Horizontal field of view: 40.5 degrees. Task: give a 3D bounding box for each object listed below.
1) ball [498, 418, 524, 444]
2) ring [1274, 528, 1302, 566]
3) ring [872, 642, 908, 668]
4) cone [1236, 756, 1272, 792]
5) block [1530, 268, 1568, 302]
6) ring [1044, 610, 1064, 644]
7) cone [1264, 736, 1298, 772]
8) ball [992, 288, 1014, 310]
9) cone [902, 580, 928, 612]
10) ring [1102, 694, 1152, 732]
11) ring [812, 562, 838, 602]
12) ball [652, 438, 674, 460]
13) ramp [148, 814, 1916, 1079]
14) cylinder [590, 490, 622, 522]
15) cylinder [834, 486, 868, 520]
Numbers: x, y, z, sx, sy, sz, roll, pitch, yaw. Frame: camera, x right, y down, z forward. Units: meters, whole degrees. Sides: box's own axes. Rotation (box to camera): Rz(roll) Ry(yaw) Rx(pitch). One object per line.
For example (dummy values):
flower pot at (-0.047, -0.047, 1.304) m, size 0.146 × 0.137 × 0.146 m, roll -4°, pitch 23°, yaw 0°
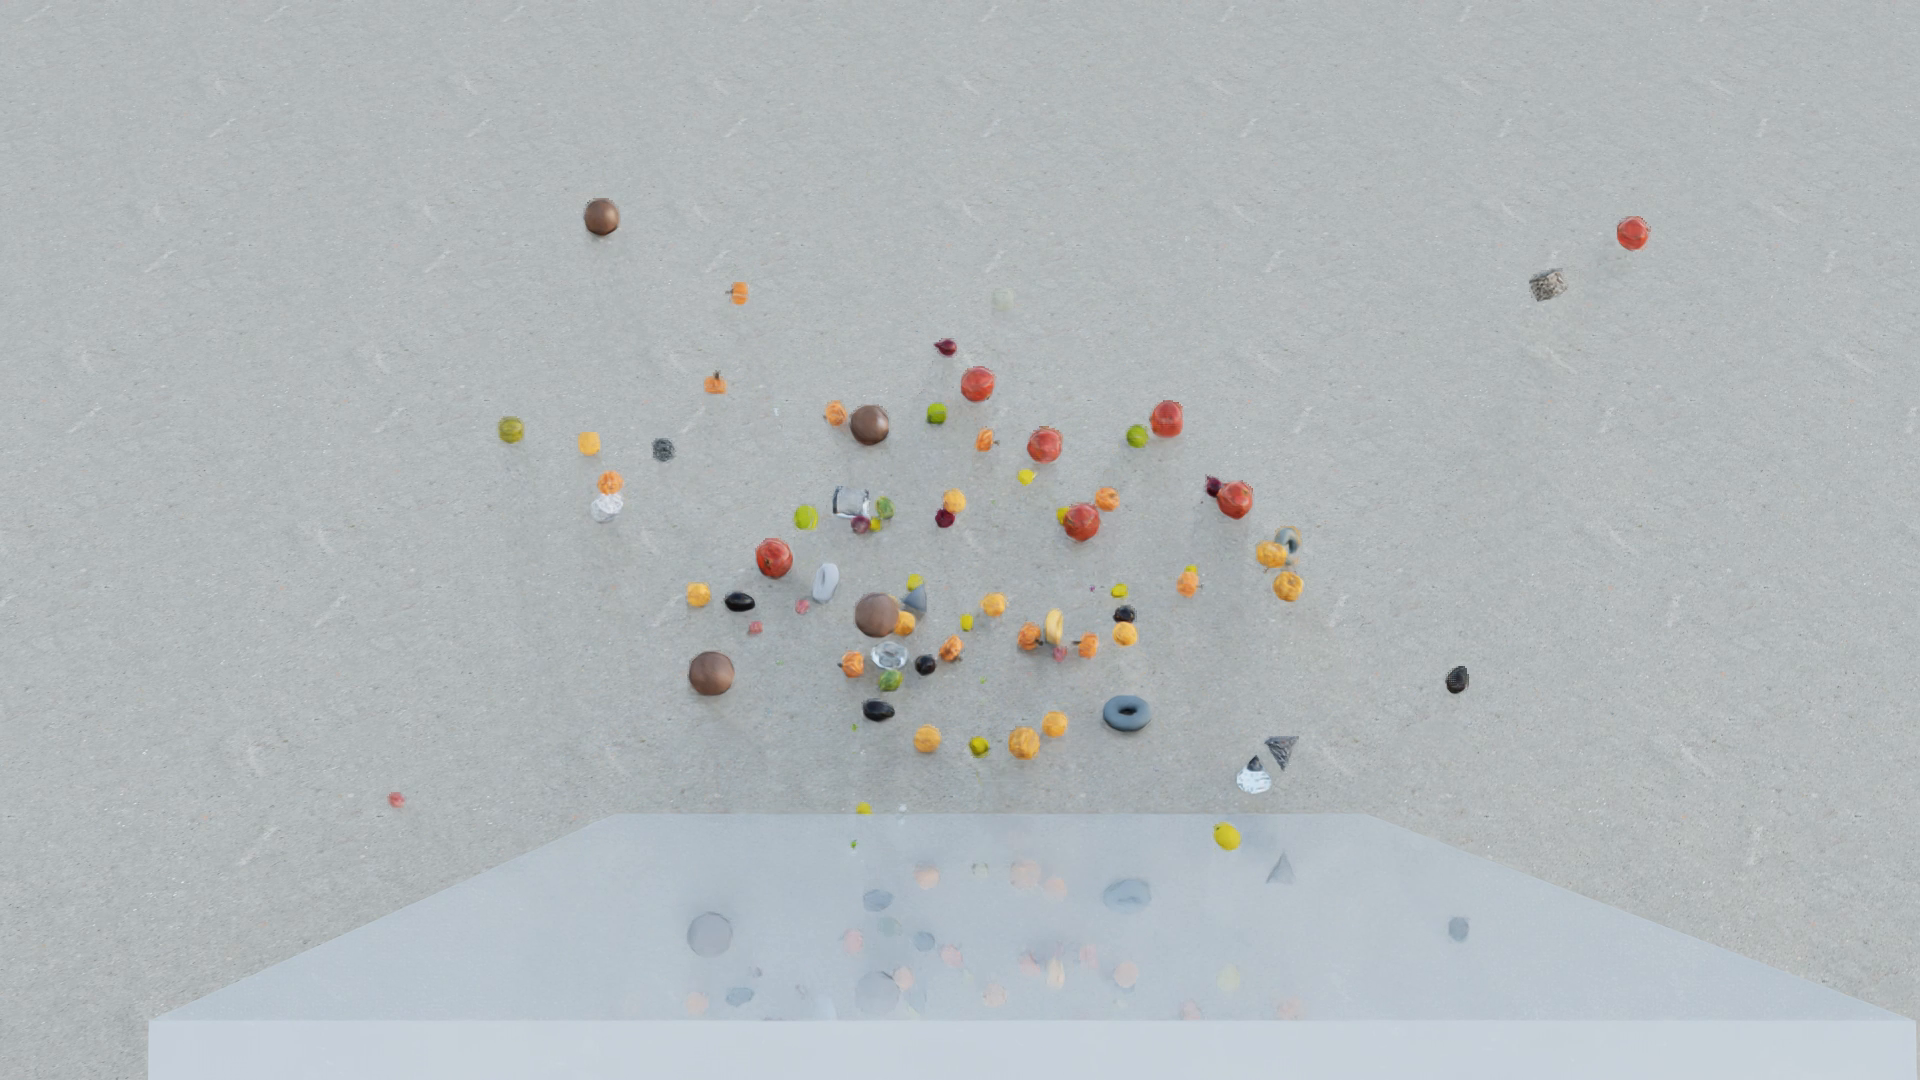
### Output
ball at (-1.455, -0.355, 8.424) m, size 0.084 × 0.084 × 0.084 m, roll 0°, pitch 37°, yaw 0°
ring at (0.996, 0.019, 7.902) m, size 0.038 × 0.115 × 0.115 m, roll -5°, pitch 27°, yaw 41°
ring at (-0.203, 0.335, 7.557) m, size 0.108 × 0.036 × 0.108 m, roll 2°, pitch 35°, yaw -2°
cone at (0.807, 0.624, 7.127) m, size 0.097 × 0.097 × 0.097 m, roll 0°, pitch 37°, yaw 0°
block at (2.007, -0.869, 8.876) m, size 0.079 × 0.079 × 0.079 m, roll -30°, pitch 12°, yaw -36°
ring at (0.276, 0.255, 7.608) m, size 0.034 × 0.101 × 0.101 m, roll 1°, pitch 34°, yaw 28°
cone at (0.875, 0.585, 7.059) m, size 0.092 × 0.092 × 0.092 m, roll -4°, pitch 1°, yaw 0°
ball at (0.147, -0.837, 9.065) m, size 0.076 × 0.076 × 0.076 m, roll 0°, pitch 37°, yaw 0°
cone at (-0.120, 0.158, 7.722) m, size 0.083 × 0.083 × 0.083 m, roll 23°, pitch 5°, yaw -2°
ring at (0.471, 0.489, 7.347) m, size 0.139 × 0.046 × 0.139 m, roll 1°, pitch 36°, yaw -1°
ring at (-0.402, 0.128, 7.767) m, size 0.041 × 0.124 × 0.124 m, roll 18°, pitch 31°, yaw -24°
ball at (-0.952, -0.289, 8.349) m, size 0.070 × 0.070 × 0.070 m, roll 0°, pitch 37°, yaw 0°
ramp at (0.082, 0.687, 4.941) m, size 2.000 × 0.100 × 4.000 m, roll 0°, pitch -3°, yaw 0°
cylinder at (-1.096, -0.105, 8.068) m, size 0.080 × 0.080 × 0.080 m, roll 8°, pitch 69°, yaw -23°
cylinder at (-0.340, -0.115, 8.102) m, size 0.093 × 0.093 × 0.093 m, roll 6°, pitch 38°, yaw 8°
